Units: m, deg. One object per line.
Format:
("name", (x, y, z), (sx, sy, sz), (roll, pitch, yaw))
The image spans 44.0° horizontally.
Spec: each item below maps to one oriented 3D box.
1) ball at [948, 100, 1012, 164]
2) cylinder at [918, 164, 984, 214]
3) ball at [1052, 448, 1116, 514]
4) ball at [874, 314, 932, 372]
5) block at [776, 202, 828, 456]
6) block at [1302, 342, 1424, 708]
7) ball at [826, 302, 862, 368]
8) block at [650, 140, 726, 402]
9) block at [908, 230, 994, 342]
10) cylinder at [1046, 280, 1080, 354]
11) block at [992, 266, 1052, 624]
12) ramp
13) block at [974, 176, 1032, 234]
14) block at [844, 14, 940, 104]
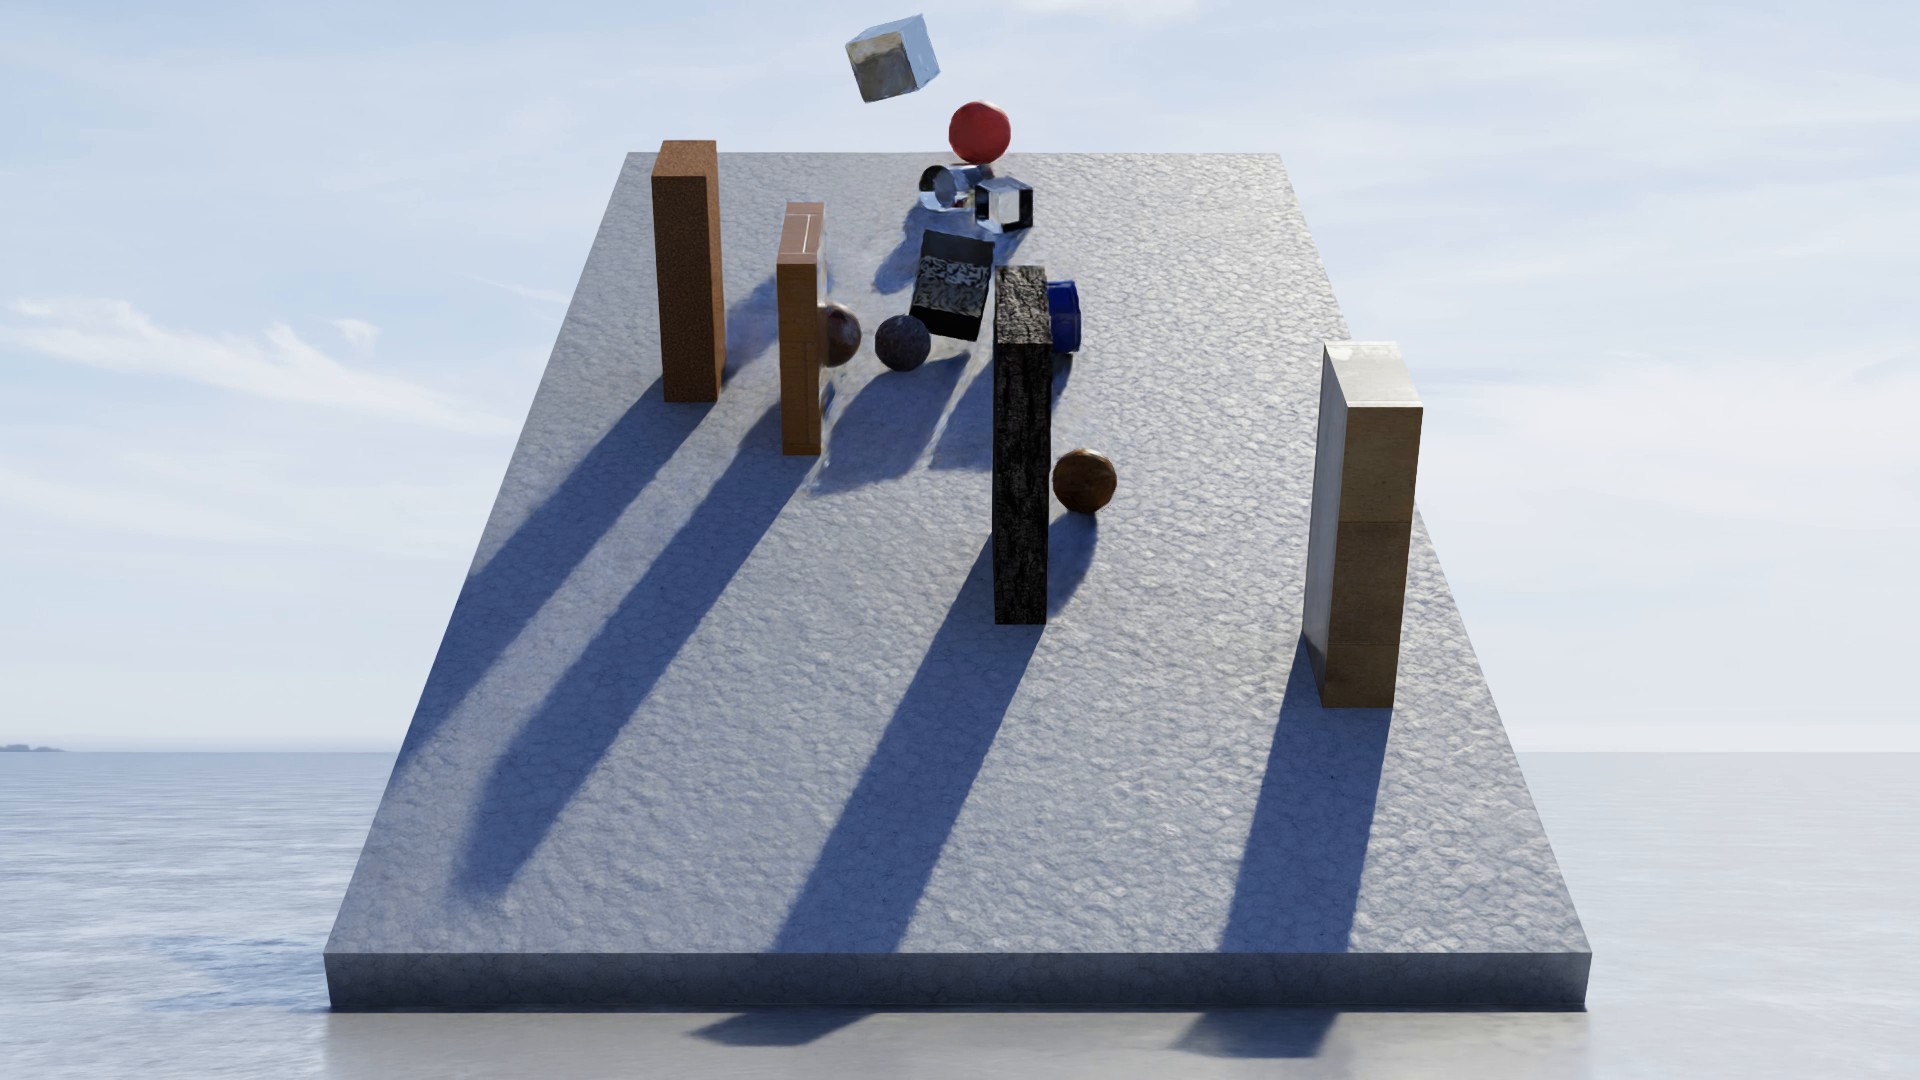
("ball", (0.059, -1.228, 7.163), (0.191, 0.191, 0.191), (0, -5, 0))
("cylinder", (-0.023, -1.000, 6.755), (0.134, 0.134, 0.134), (-4, 7, 38))
("ball", (0.266, -0.127, 5.095), (0.139, 0.139, 0.139), (0, -5, 0))
("ball", (-0.139, -0.478, 5.771), (0.139, 0.139, 0.139), (0, -5, 0))
("block", (-0.357, -0.486, 5.437), (0.086, 0.460, 0.397), (0, 27, 0))
("block", (0.737, -0.028, 4.395), (0.131, 0.610, 0.295), (0, 27, 0))
("ball", (-0.317, -0.497, 5.745), (0.160, 0.160, 0.160), (0, -5, 0))
("block", (-0.637, -0.634, 5.612), (0.125, 0.559, 0.260), (0, 27, 0))
("block", (-0.024, -0.633, 5.917), (0.178, 0.178, 0.178), (10, -43, -3))
("cylinder", (0.193, -0.545, 5.850), (0.179, 0.179, 0.179), (-5, -4, -7))
("block", (0.120, -0.192, 4.721), (0.101, 0.598, 0.402), (0, 27, 0))
("ramp", (-0.011, -0.225, 5.543), (2.000, 0.100, 4.000), (0, 27, 0))
("block", (0.123, -0.943, 6.695), (0.117, 0.117, 0.117), (-18, 32, -30))
("block", (-0.198, -1.423, 7.029), (0.183, 0.183, 0.183), (-8, 23, 26))
